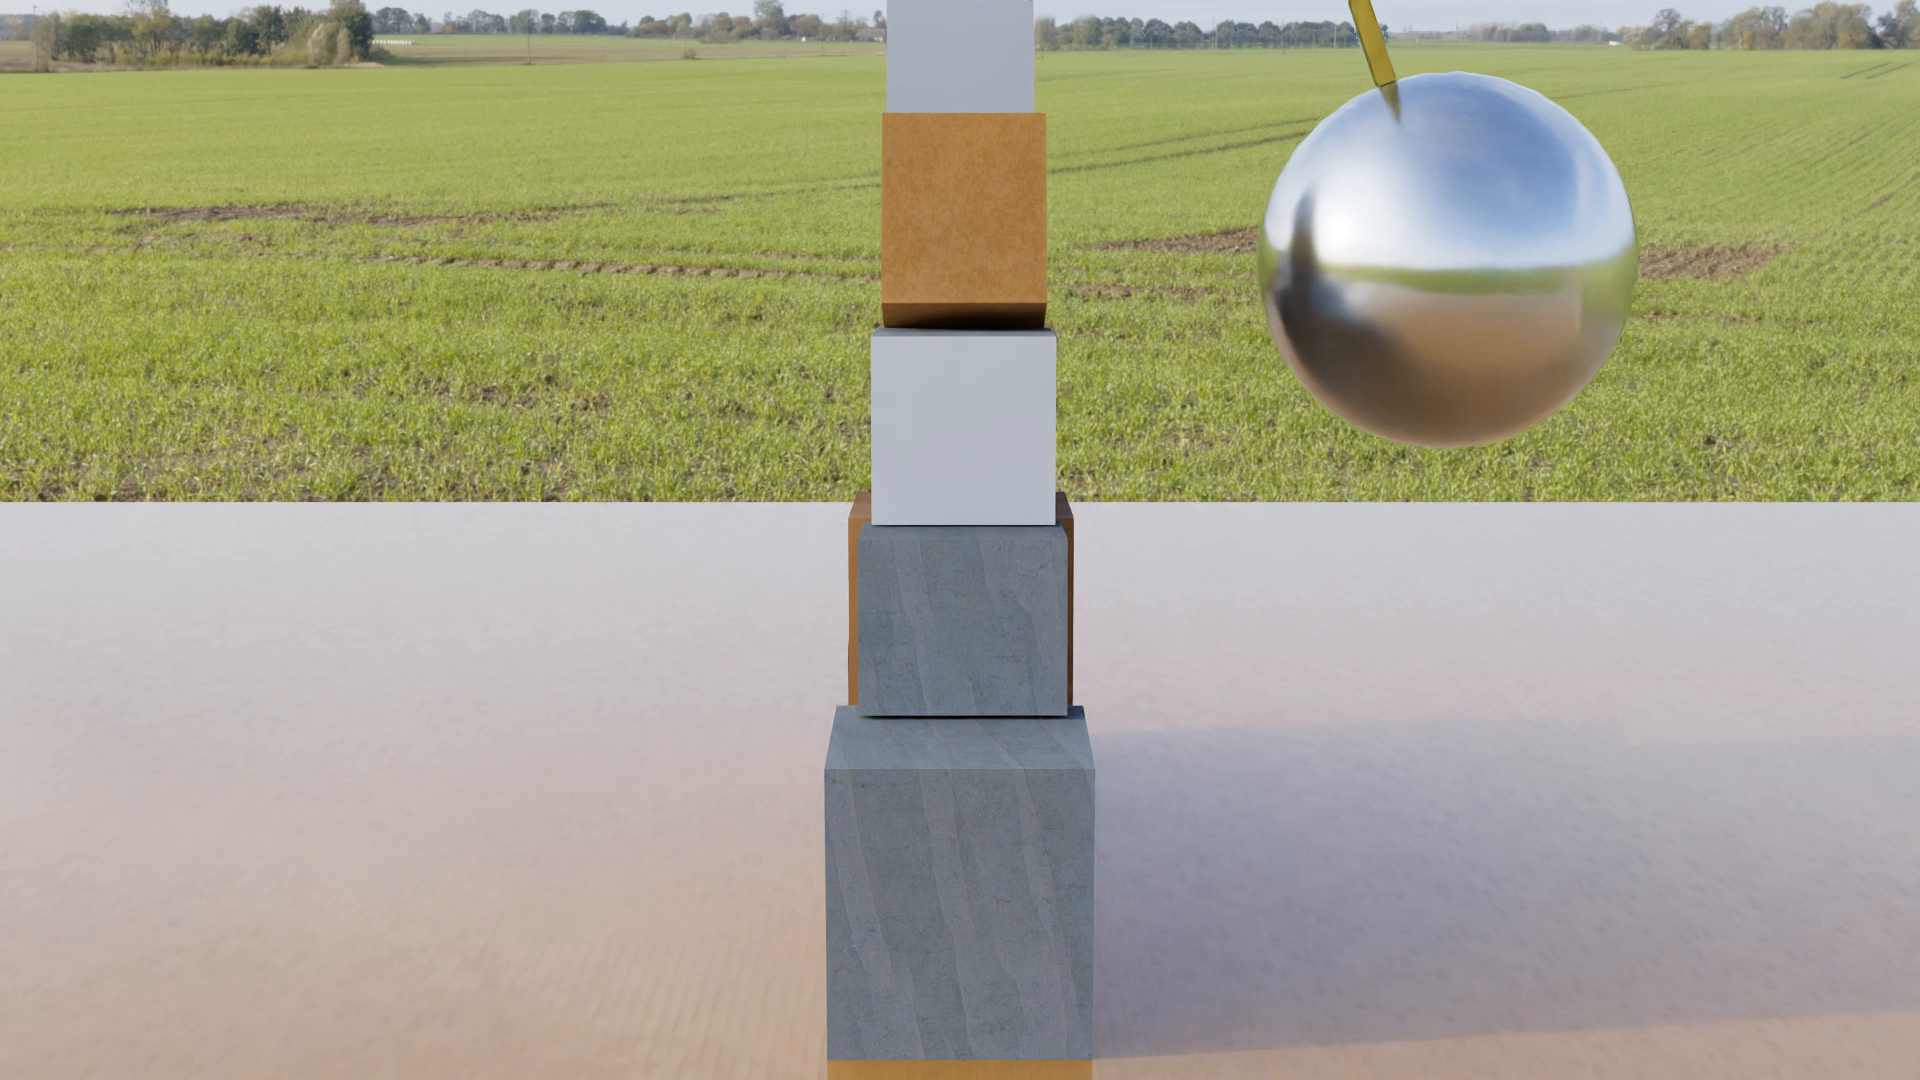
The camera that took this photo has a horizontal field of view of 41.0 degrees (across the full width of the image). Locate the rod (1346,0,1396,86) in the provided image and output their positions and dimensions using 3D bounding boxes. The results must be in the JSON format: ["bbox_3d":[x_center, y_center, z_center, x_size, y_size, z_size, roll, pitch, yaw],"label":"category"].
[{"bbox_3d":[0.899,-4.329,10.393,0.080,5.200,0.080,-20,10,4],"label":"rod"}]

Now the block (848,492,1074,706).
[{"bbox_3d":[0.004,0.246,10.897,0.914,0.800,0.941,0,8,0],"label":"block"}]

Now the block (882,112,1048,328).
[{"bbox_3d":[0.017,-1.303,10.837,0.674,0.808,0.698,0,-10,0],"label":"block"}]

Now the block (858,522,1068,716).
[{"bbox_3d":[0.010,0.295,10.060,0.793,0.672,0.713,0,6,0],"label":"block"}]

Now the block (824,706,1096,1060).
[{"bbox_3d":[-0.001,1.259,9.610,0.957,1.085,0.928,0,10,0],"label":"block"}]

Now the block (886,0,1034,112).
[{"bbox_3d":[-0.001,-1.976,11.049,0.619,0.592,0.580,0,-10,-1],"label":"block"}]

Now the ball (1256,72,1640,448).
[{"bbox_3d":[2.074,-1.190,10.964,1.600,1.600,1.600,0,10,0],"label":"ball"}]

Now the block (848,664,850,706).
[{"bbox_3d":[-0.005,0.859,12.093,0.994,0.982,1.061,0,10,0],"label":"block"}]

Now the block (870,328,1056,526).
[{"bbox_3d":[0.014,-0.478,10.482,0.726,0.744,0.764,0,8,0],"label":"block"}]
